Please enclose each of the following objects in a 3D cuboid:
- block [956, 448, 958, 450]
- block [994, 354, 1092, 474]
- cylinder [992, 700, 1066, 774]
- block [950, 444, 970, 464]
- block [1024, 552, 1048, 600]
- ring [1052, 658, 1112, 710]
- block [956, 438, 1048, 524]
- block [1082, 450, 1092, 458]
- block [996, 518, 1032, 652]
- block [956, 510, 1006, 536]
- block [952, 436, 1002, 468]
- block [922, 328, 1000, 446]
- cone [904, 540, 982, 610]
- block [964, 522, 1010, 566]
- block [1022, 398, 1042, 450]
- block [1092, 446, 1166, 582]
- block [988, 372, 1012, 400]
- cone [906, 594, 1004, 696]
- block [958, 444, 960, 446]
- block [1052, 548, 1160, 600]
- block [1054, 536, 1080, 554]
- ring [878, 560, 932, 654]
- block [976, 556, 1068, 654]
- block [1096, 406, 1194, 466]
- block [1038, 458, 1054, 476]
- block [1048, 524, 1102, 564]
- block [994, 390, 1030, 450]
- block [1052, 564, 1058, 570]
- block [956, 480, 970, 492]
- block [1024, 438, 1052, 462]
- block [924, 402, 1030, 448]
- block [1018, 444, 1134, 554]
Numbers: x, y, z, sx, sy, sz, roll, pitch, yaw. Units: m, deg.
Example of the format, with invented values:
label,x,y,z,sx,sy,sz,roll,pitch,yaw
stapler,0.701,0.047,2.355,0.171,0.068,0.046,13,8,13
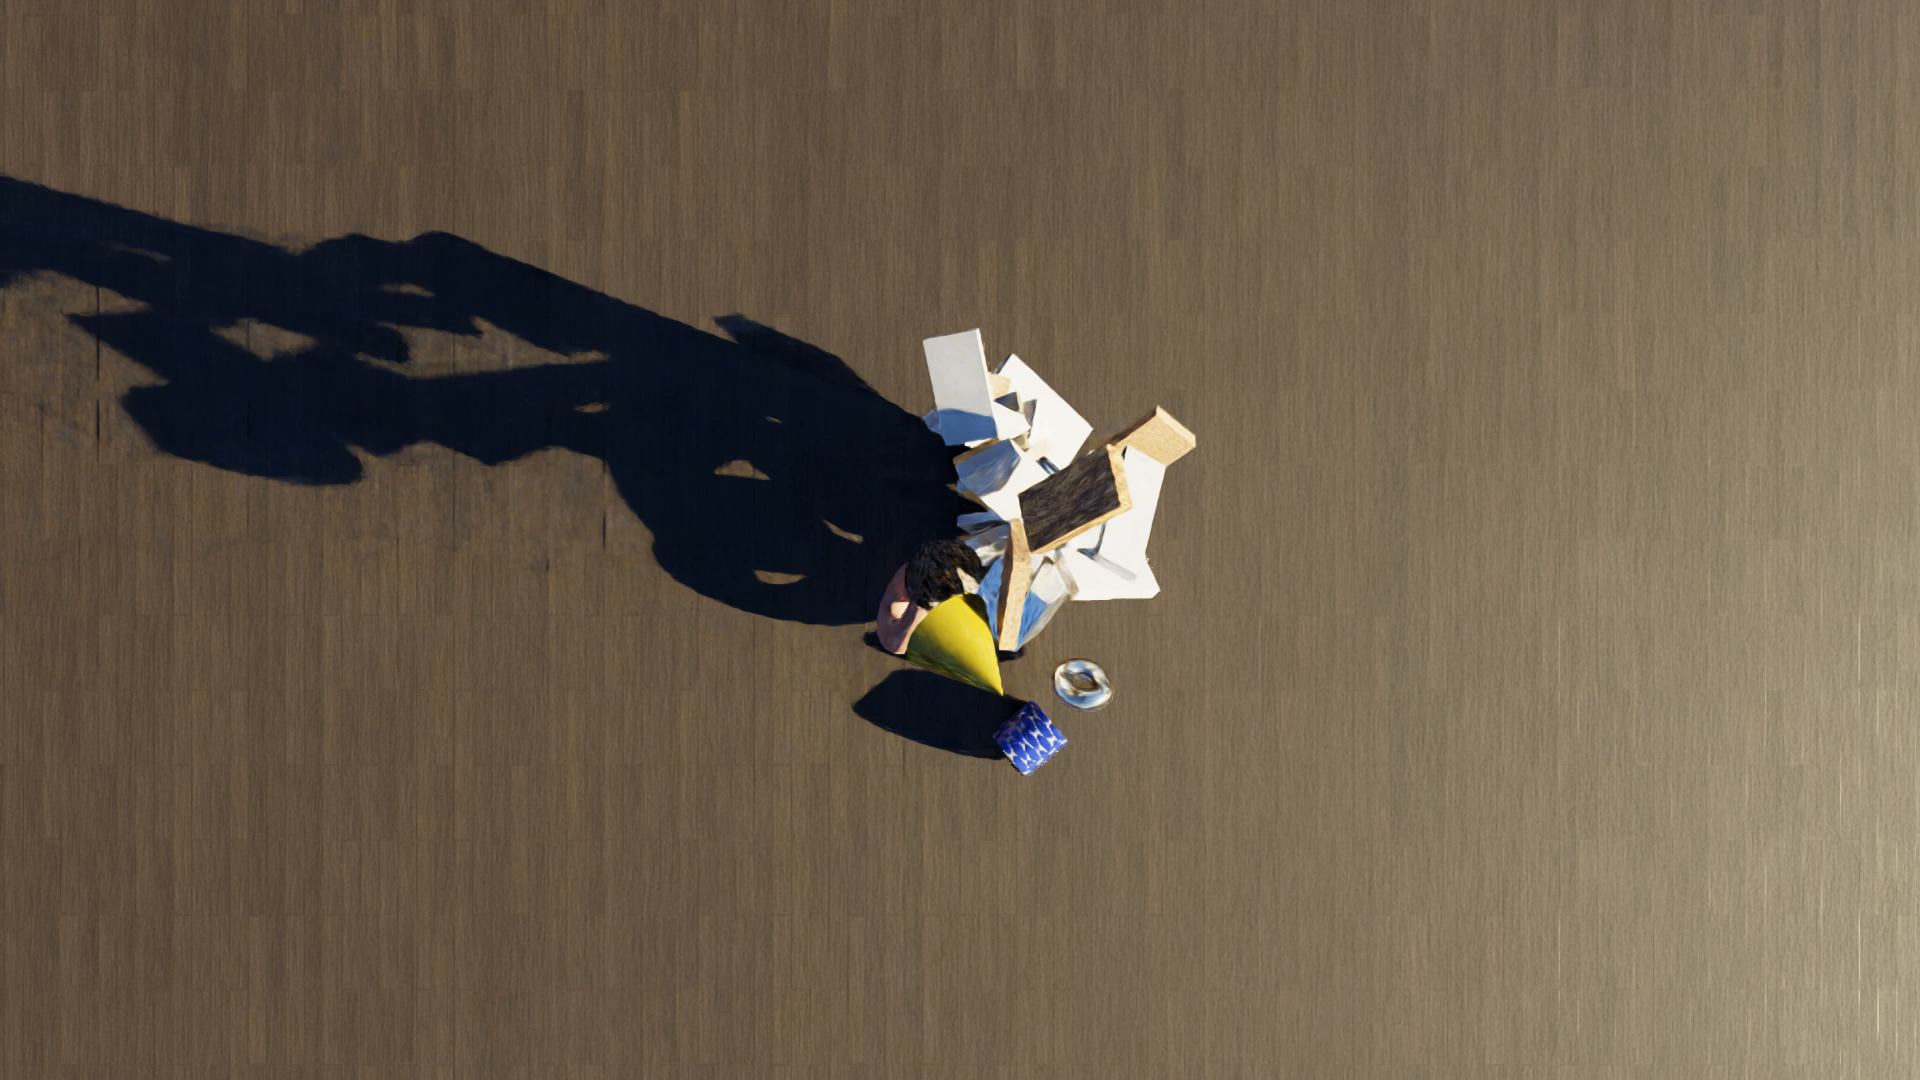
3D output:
label,x,y,z,sx,sy,sz,roll,pitch,yaw
block,0.013,-0.308,5.447,0.051,0.102,0.014,-40,86,-4
block,0.221,-0.374,4.900,0.344,0.049,0.172,41,71,-20
cylinder,0.227,0.646,5.411,0.177,0.177,0.177,-40,90,0
block,0.083,-0.371,5.134,0.049,0.511,0.172,37,71,1
block,0.211,0.073,4.795,0.043,0.304,0.152,26,67,4
ring,0.396,0.465,5.346,0.203,0.203,0.068,15,133,0
block,0.145,-0.146,4.459,0.167,0.334,0.047,-28,54,17
block,0.373,-0.230,5.121,0.016,0.115,0.058,36,53,-8
block,0.149,0.129,4.611,0.047,0.362,0.167,3,45,-5
block,0.126,-0.057,5.378,0.248,0.124,0.035,-8,66,34
block,0.111,-0.172,4.489,0.142,0.284,0.040,-27,54,16
block,0.004,-0.396,4.277,0.142,0.040,0.284,-9,105,13
cone,-0.074,0.054,4.800,0.237,0.237,0.237,-5,64,11
block,0.137,0.007,5.340,0.310,0.155,0.044,-24,65,38
block,0.181,-0.329,4.761,0.088,0.176,0.025,-15,134,31
block,0.507,-0.083,4.909,0.137,0.039,0.465,28,48,-10
block,0.087,-0.393,4.788,0.088,0.025,0.176,13,83,-19
cone,0.042,0.345,4.620,0.279,0.279,0.279,-42,58,0
block,0.044,-0.295,5.384,0.102,0.014,0.051,44,71,2
block,0.426,0.097,4.791,0.304,0.043,0.152,1,52,-35
block,0.318,-0.012,5.054,0.043,0.152,0.304,-23,64,17
ring,-0.157,0.212,5.347,0.111,0.334,0.334,24,90,-24
block,0.184,0.180,5.176,0.213,0.213,0.213,40,119,11
block,0.547,-0.266,5.156,0.172,0.049,0.344,36,128,-25
block,0.284,-0.173,5.340,0.035,0.124,0.248,1,73,34
block,0.391,0.005,5.209,0.228,0.032,0.114,-33,123,19
block,0.142,-0.331,4.714,0.088,0.025,0.176,-21,63,25
block,0.200,0.197,5.396,0.310,0.155,0.044,-39,94,10
block,0.128,-0.195,5.379,0.248,0.124,0.035,-8,91,34
block,0.158,-0.230,4.746,0.137,0.274,0.039,-18,97,25
block,0.050,-0.320,4.508,0.142,0.395,0.040,-34,70,18
block,0.292,-0.101,4.242,0.047,0.334,0.167,6,65,-42
